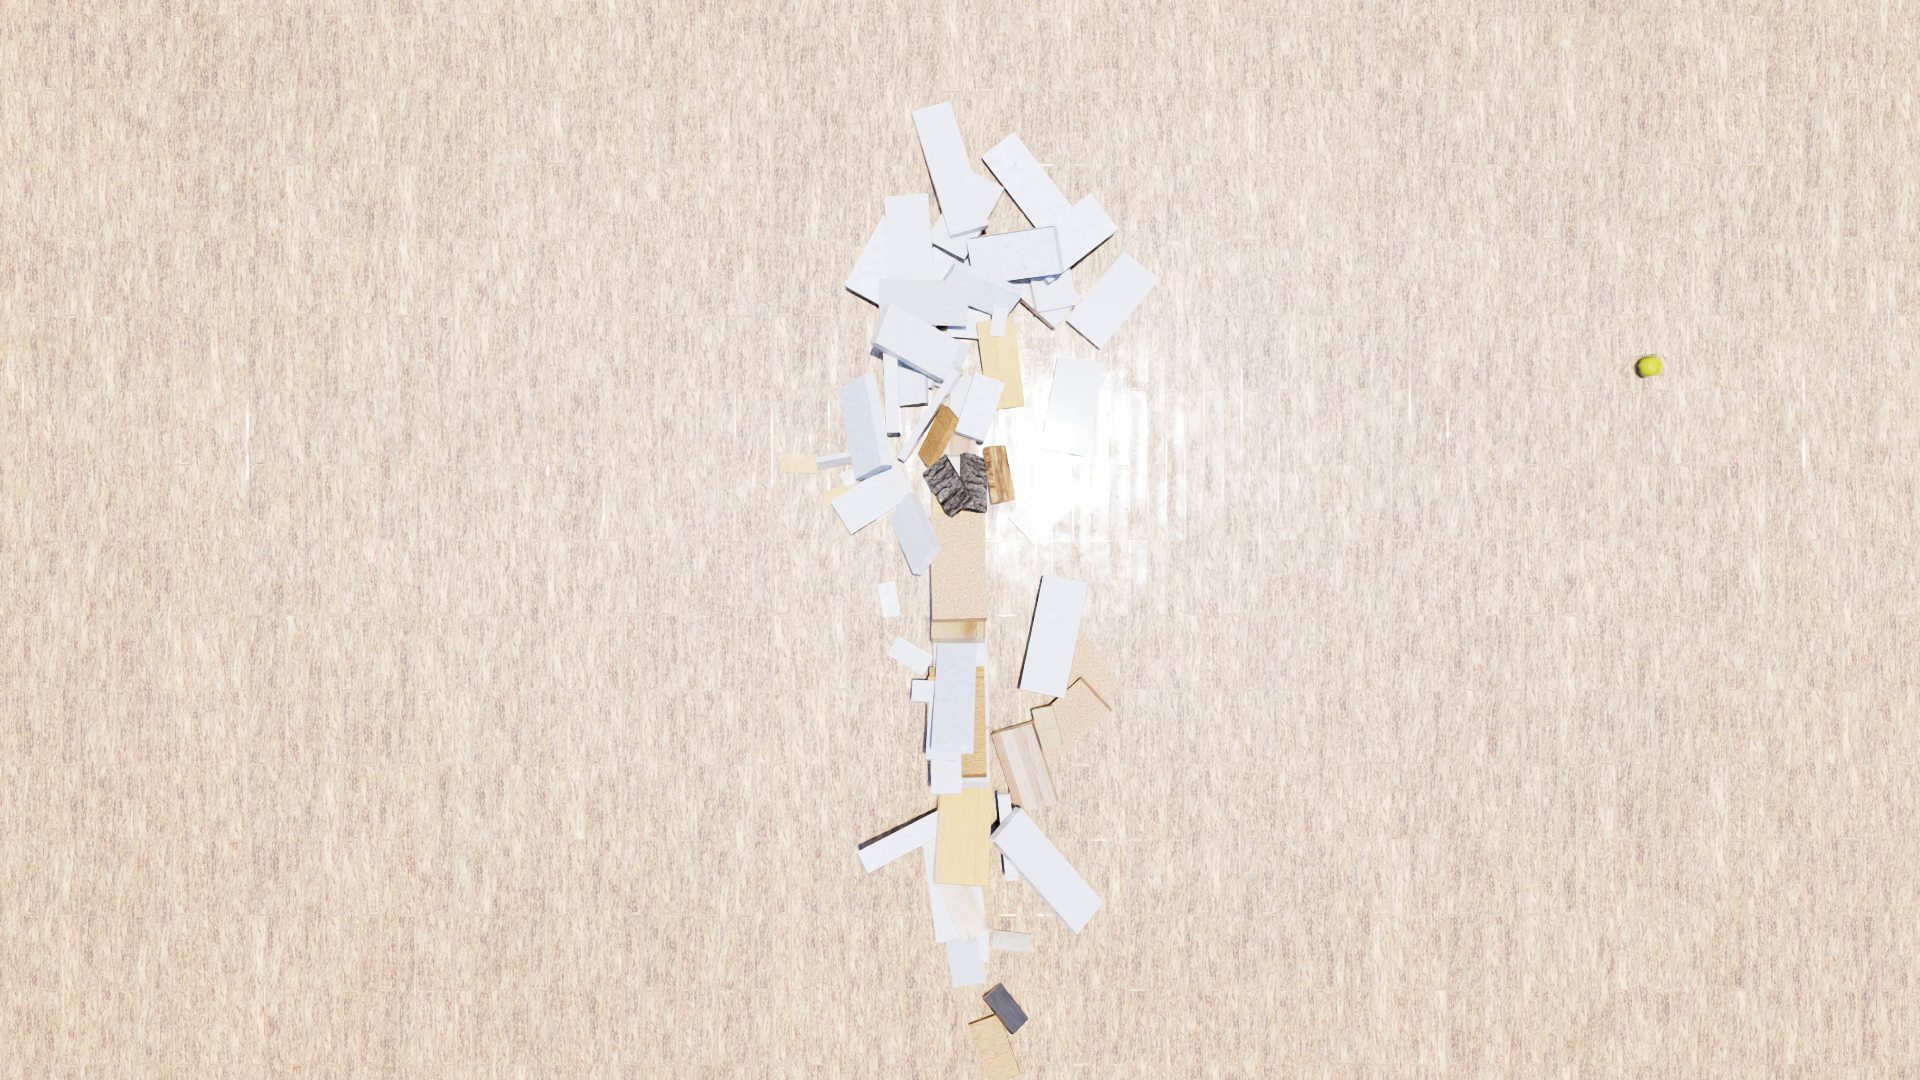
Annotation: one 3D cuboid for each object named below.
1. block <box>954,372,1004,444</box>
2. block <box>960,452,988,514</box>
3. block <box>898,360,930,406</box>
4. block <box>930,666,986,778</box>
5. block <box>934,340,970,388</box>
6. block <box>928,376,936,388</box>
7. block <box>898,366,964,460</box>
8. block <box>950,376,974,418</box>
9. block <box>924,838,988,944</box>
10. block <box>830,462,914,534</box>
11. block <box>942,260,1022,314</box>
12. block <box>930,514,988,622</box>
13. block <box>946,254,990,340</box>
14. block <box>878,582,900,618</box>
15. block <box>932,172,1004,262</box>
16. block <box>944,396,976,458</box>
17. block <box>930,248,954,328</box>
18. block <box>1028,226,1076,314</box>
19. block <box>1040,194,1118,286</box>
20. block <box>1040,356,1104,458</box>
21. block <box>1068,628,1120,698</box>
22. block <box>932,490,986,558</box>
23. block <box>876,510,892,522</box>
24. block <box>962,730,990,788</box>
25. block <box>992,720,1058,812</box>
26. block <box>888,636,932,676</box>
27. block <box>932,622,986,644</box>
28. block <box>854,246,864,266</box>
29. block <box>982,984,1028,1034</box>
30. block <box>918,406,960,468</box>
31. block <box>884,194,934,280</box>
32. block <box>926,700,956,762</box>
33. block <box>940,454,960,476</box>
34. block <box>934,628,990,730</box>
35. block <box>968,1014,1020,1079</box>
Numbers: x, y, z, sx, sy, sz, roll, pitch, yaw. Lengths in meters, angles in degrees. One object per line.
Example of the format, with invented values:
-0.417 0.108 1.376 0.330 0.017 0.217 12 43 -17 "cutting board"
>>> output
0.064 -0.433 5.412 0.104 0.030 0.209 20 78 -5 "block"
0.045 -0.186 5.398 0.094 0.027 0.187 13 69 -38 "block"
-0.154 -0.540 5.458 0.094 0.027 0.187 -5 82 23 "block"
-0.007 0.584 5.299 0.178 0.050 0.356 -1 68 0 "block"
-0.033 -0.582 5.465 0.083 0.023 0.166 23 90 39 "block"
-0.104 -0.592 5.473 0.083 0.023 0.166 18 90 24 "block"
-0.096 -0.415 5.408 0.027 0.094 0.346 33 105 3 "block"
0.008 -0.459 5.453 0.083 0.023 0.166 2 72 1 "block"
-0.016 1.134 5.403 0.170 0.048 0.340 -8 87 0 "block"
-0.289 -0.139 5.455 0.254 0.036 0.127 -33 93 -11 "block"
0.066 -0.815 5.383 0.247 0.123 0.035 19 48 -19 "block"
-0.006 0.090 5.334 0.174 0.049 0.348 -2 74 -1 "block"
0.037 -0.834 5.480 0.140 0.040 0.329 4 90 0 "block"
-0.236 0.198 5.492 0.058 0.016 0.115 -11 90 0 "block"
0.019 -1.071 5.453 0.140 0.040 0.280 28 81 4 "block"
-0.001 -0.377 5.454 0.104 0.030 0.209 0 72 0 "block"
-0.097 -0.808 5.441 0.140 0.040 0.280 31 93 0 "block"
0.289 -0.893 5.430 0.136 0.039 0.273 -11 88 -10 "block"
0.356 -0.986 5.407 0.298 0.042 0.149 -39 93 -9 "block"
0.373 -0.443 5.478 0.156 0.044 0.311 10 90 0 "block"
0.385 0.400 5.464 0.149 0.042 0.297 -35 91 0 "block"
-0.003 -0.054 5.428 0.174 0.049 0.348 0 74 0 "block"
-0.290 -0.124 5.491 0.062 0.018 0.124 -42 90 0 "block"
0.005 0.636 5.385 0.178 0.050 0.356 -1 58 0 "block"
0.216 0.751 5.450 0.140 0.040 0.279 -16 96 13 "block"
-0.166 0.386 5.490 0.139 0.020 0.069 31 90 0 "block"
-0.004 0.165 5.411 0.174 0.049 0.348 0 68 0 "block"
-0.221 -0.892 5.481 0.262 0.037 0.131 7 90 0 "block"
0.152 1.555 5.473 0.076 0.022 0.152 -38 90 -28 "block"
-0.071 -0.340 5.426 0.027 0.094 0.188 14 113 -34 "block"
-0.164 -0.982 5.400 0.143 0.041 0.286 -4 90 4 "block"
-0.056 0.605 5.220 0.094 0.027 0.187 3 68 2 "block"
-0.015 -0.230 5.437 0.104 0.030 0.209 3 71 1 "block"
0.003 0.445 5.410 0.178 0.050 0.355 -1 68 0 "block"
0.115 1.692 5.485 0.107 0.030 0.213 -20 90 0 "block"
